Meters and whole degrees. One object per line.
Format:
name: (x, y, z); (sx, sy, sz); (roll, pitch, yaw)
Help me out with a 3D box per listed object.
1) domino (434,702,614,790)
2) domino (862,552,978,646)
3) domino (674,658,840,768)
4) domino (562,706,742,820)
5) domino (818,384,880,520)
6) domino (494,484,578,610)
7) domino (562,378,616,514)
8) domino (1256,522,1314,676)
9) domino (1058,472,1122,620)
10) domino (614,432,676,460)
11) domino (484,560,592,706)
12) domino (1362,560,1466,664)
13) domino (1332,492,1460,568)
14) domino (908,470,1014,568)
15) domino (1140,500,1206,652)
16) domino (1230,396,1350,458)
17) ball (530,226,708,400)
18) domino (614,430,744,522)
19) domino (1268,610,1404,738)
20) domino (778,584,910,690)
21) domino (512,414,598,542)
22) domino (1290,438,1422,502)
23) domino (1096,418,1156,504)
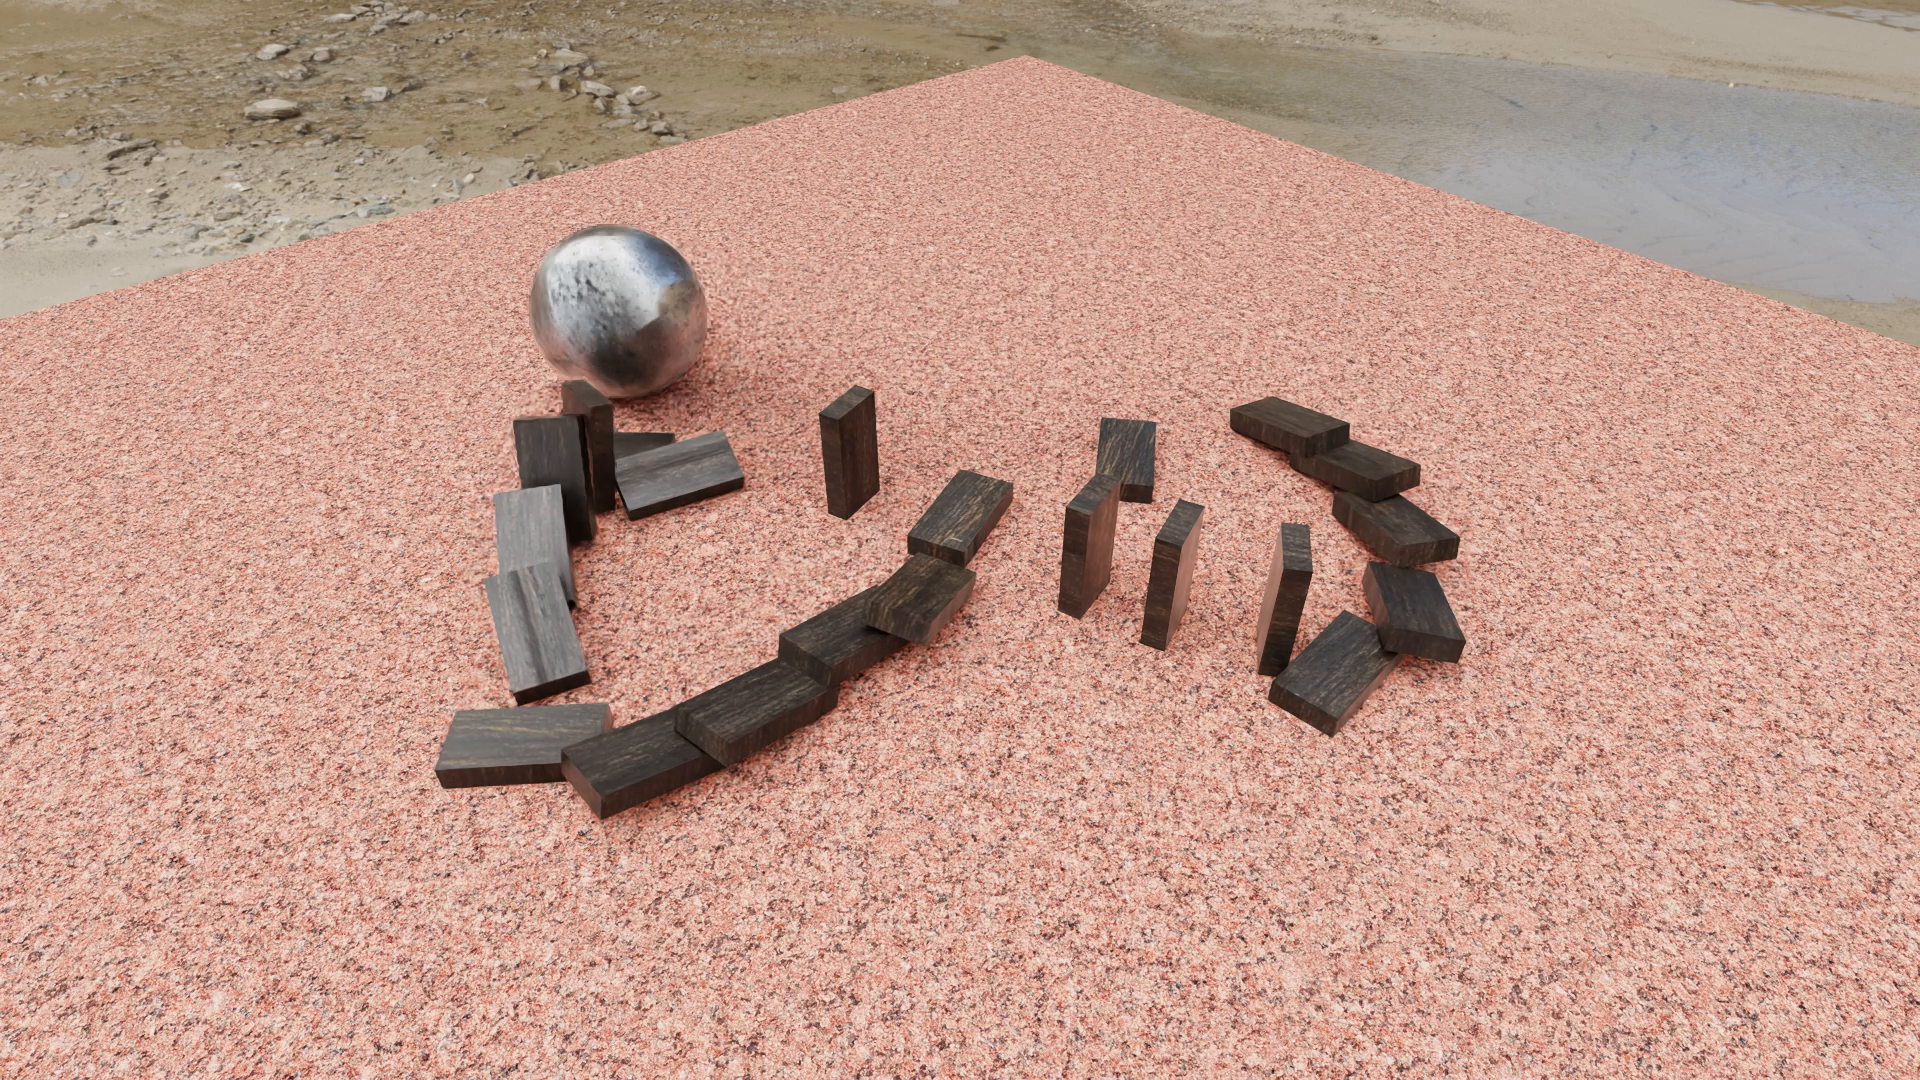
domino: (-0.142, 0.067, 0.361); (0.050, 0.009, 0.025); (-3, 39, -3)
domino: (-0.014, 0.021, 0.404); (0.025, 0.010, 0.050); (19, 24, 13)
domino: (-0.067, 0.055, 0.365); (0.025, 0.009, 0.050); (27, 30, 29)
domino: (-0.097, 0.068, 0.350); (0.050, 0.010, 0.025); (-18, 40, -42)
domino: (-0.045, -0.036, 0.455); (0.009, 0.050, 0.025); (21, 44, 23)
domino: (-0.163, 0.004, 0.422); (0.025, 0.009, 0.050); (-10, 66, -12)
domino: (-0.154, -0.038, 0.458); (0.010, 0.050, 0.025); (-20, 42, -39)
domino: (0.113, 0.021, 0.385); (0.010, 0.050, 0.025); (7, 40, 8)
domino: (0.048, 0.002, 0.408); (0.010, 0.050, 0.025); (22, 44, 24)
domino: (-0.154, -0.037, 0.488); (0.050, 0.010, 0.025); (1, 39, 1)
domino: (-0.152, 0.032, 0.394); (0.025, 0.010, 0.050); (-17, 58, -20)
domino: (0.165, 0.025, 0.402); (0.025, 0.010, 0.050); (11, 28, 5)
domino: (0.174, -0.006, 0.442); (0.025, 0.009, 0.050); (-8, 27, -9)
domino: (0.001, -0.009, 0.455); (0.025, 0.009, 0.050); (16, 42, 19)
domino: (0.076, 0.013, 0.396); (0.009, 0.050, 0.025); (18, 43, 21)
domino: (0.148, -0.052, 0.497); (0.025, 0.010, 0.050); (-18, 28, -21)
ball: (-0.160, -0.106, 0.518); (0.080, 0.080, 0.080); (0, 39, 0)
domino: (-0.121, -0.028, 0.470); (0.050, 0.009, 0.025); (-19, 69, -22)
domino: (0.133, 0.046, 0.387); (0.025, 0.009, 0.050); (31, 48, 32)
domino: (-0.038, 0.034, 0.394); (0.025, 0.009, 0.050); (27, 34, 29)
domino: (-0.162, -0.025, 0.442); (0.025, 0.050, 0.009); (-3, 15, -3)
domino: (0.169, -0.032, 0.473); (0.025, 0.010, 0.050); (-18, 28, -21)
domino: (0.073, -0.036, 0.487); (0.025, 0.010, 0.050); (6, 40, 7)
